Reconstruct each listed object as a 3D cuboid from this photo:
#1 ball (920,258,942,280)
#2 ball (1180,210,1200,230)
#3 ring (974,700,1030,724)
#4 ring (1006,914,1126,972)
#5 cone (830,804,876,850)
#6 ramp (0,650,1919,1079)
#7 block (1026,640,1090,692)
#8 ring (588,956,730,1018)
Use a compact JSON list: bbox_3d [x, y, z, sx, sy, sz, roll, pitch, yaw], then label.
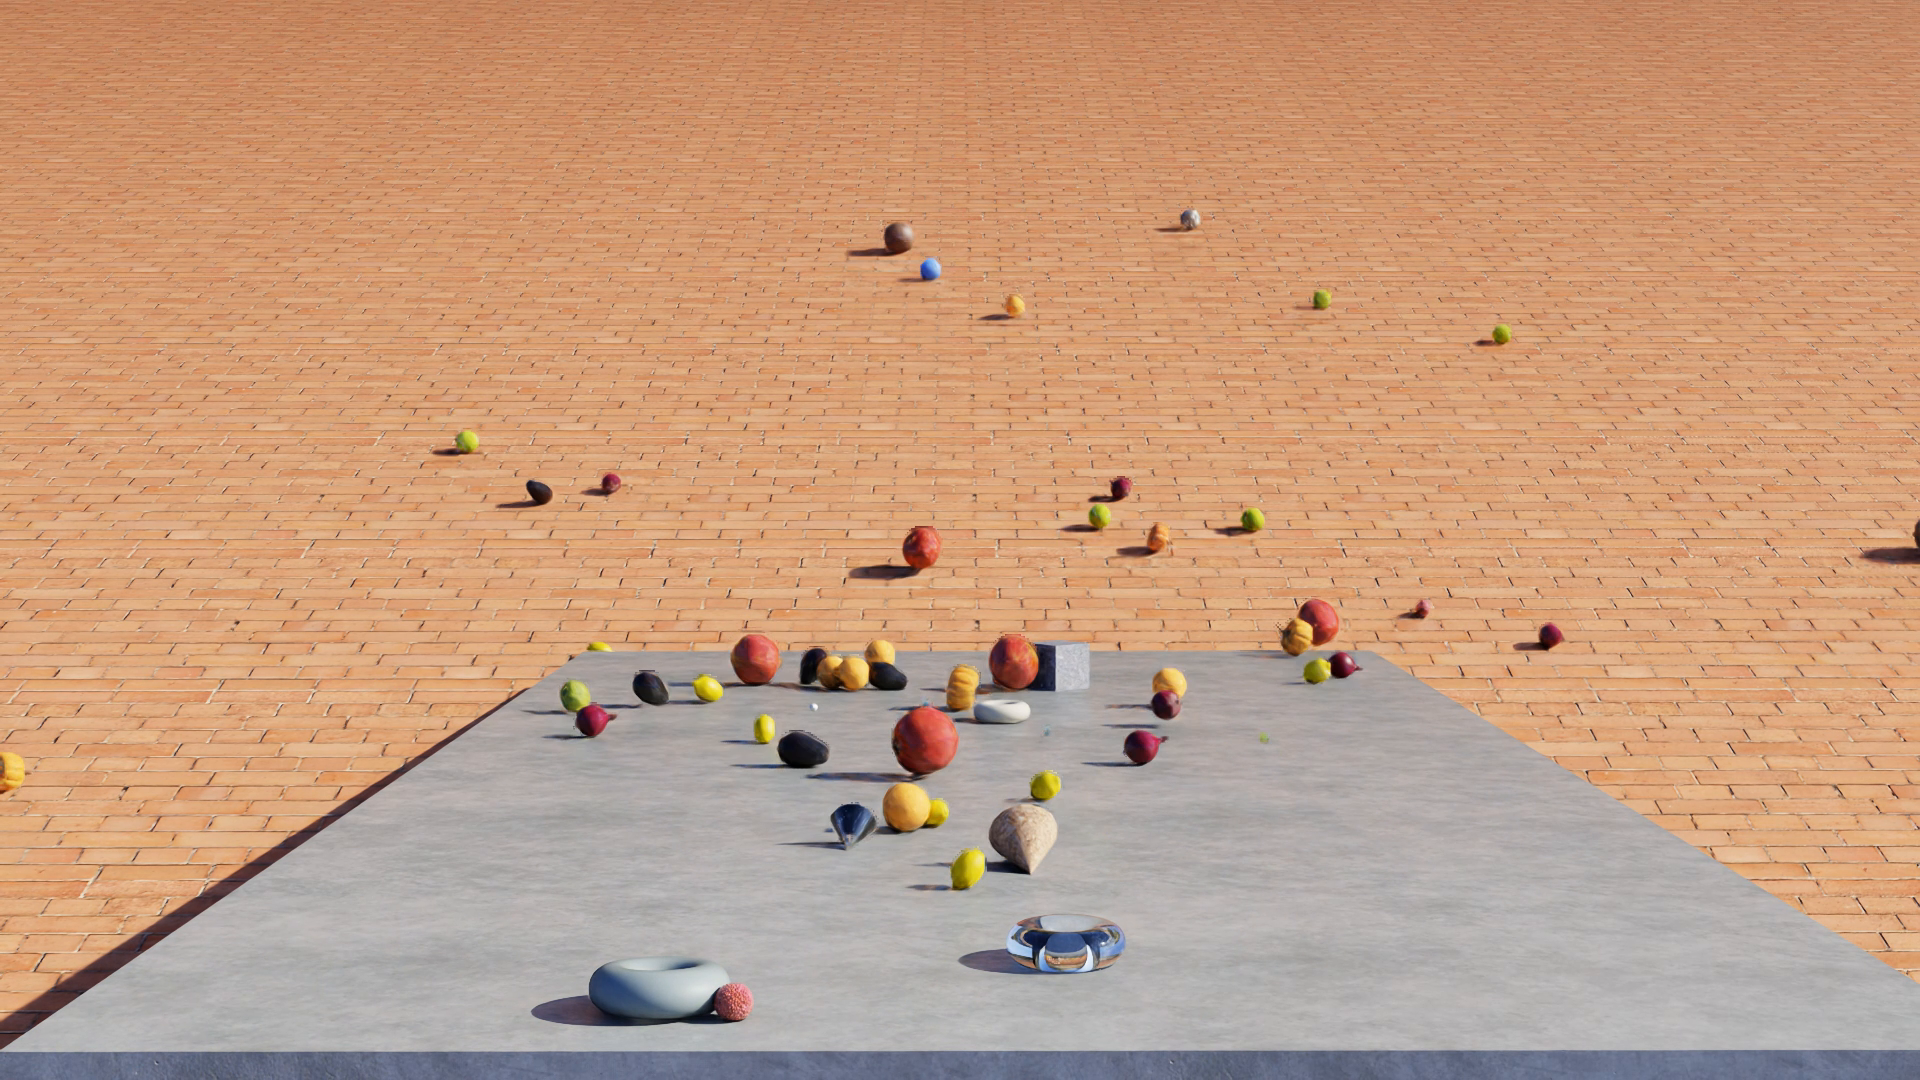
[{"bbox_3d":[-0.117,-1.073,10.198,0.085,0.085,0.085,0,21,0],"label":"ball"},{"bbox_3d":[0.983,-1.368,10.964,0.086,0.086,0.086,0,21,0],"label":"ball"},{"bbox_3d":[0.084,0.342,5.115,0.113,0.038,0.113,-1,4,0],"label":"ring"},{"bbox_3d":[0.121,0.459,2.929,0.137,0.046,0.137,-1,4,0],"label":"ring"},{"bbox_3d":[-0.157,0.425,3.680,0.067,0.067,0.067,2,30,5],"label":"cone"},{"bbox_3d":[0.049,0.442,4.532,2.000,0.100,4.000,0,3,0],"label":"ramp"},{"bbox_3d":[0.216,0.278,5.695,0.100,0.100,0.100,-3,4,-39],"label":"block"},{"bbox_3d":[-0.315,0.469,2.699,0.149,0.050,0.149,0,-1,0],"label":"ring"}]
